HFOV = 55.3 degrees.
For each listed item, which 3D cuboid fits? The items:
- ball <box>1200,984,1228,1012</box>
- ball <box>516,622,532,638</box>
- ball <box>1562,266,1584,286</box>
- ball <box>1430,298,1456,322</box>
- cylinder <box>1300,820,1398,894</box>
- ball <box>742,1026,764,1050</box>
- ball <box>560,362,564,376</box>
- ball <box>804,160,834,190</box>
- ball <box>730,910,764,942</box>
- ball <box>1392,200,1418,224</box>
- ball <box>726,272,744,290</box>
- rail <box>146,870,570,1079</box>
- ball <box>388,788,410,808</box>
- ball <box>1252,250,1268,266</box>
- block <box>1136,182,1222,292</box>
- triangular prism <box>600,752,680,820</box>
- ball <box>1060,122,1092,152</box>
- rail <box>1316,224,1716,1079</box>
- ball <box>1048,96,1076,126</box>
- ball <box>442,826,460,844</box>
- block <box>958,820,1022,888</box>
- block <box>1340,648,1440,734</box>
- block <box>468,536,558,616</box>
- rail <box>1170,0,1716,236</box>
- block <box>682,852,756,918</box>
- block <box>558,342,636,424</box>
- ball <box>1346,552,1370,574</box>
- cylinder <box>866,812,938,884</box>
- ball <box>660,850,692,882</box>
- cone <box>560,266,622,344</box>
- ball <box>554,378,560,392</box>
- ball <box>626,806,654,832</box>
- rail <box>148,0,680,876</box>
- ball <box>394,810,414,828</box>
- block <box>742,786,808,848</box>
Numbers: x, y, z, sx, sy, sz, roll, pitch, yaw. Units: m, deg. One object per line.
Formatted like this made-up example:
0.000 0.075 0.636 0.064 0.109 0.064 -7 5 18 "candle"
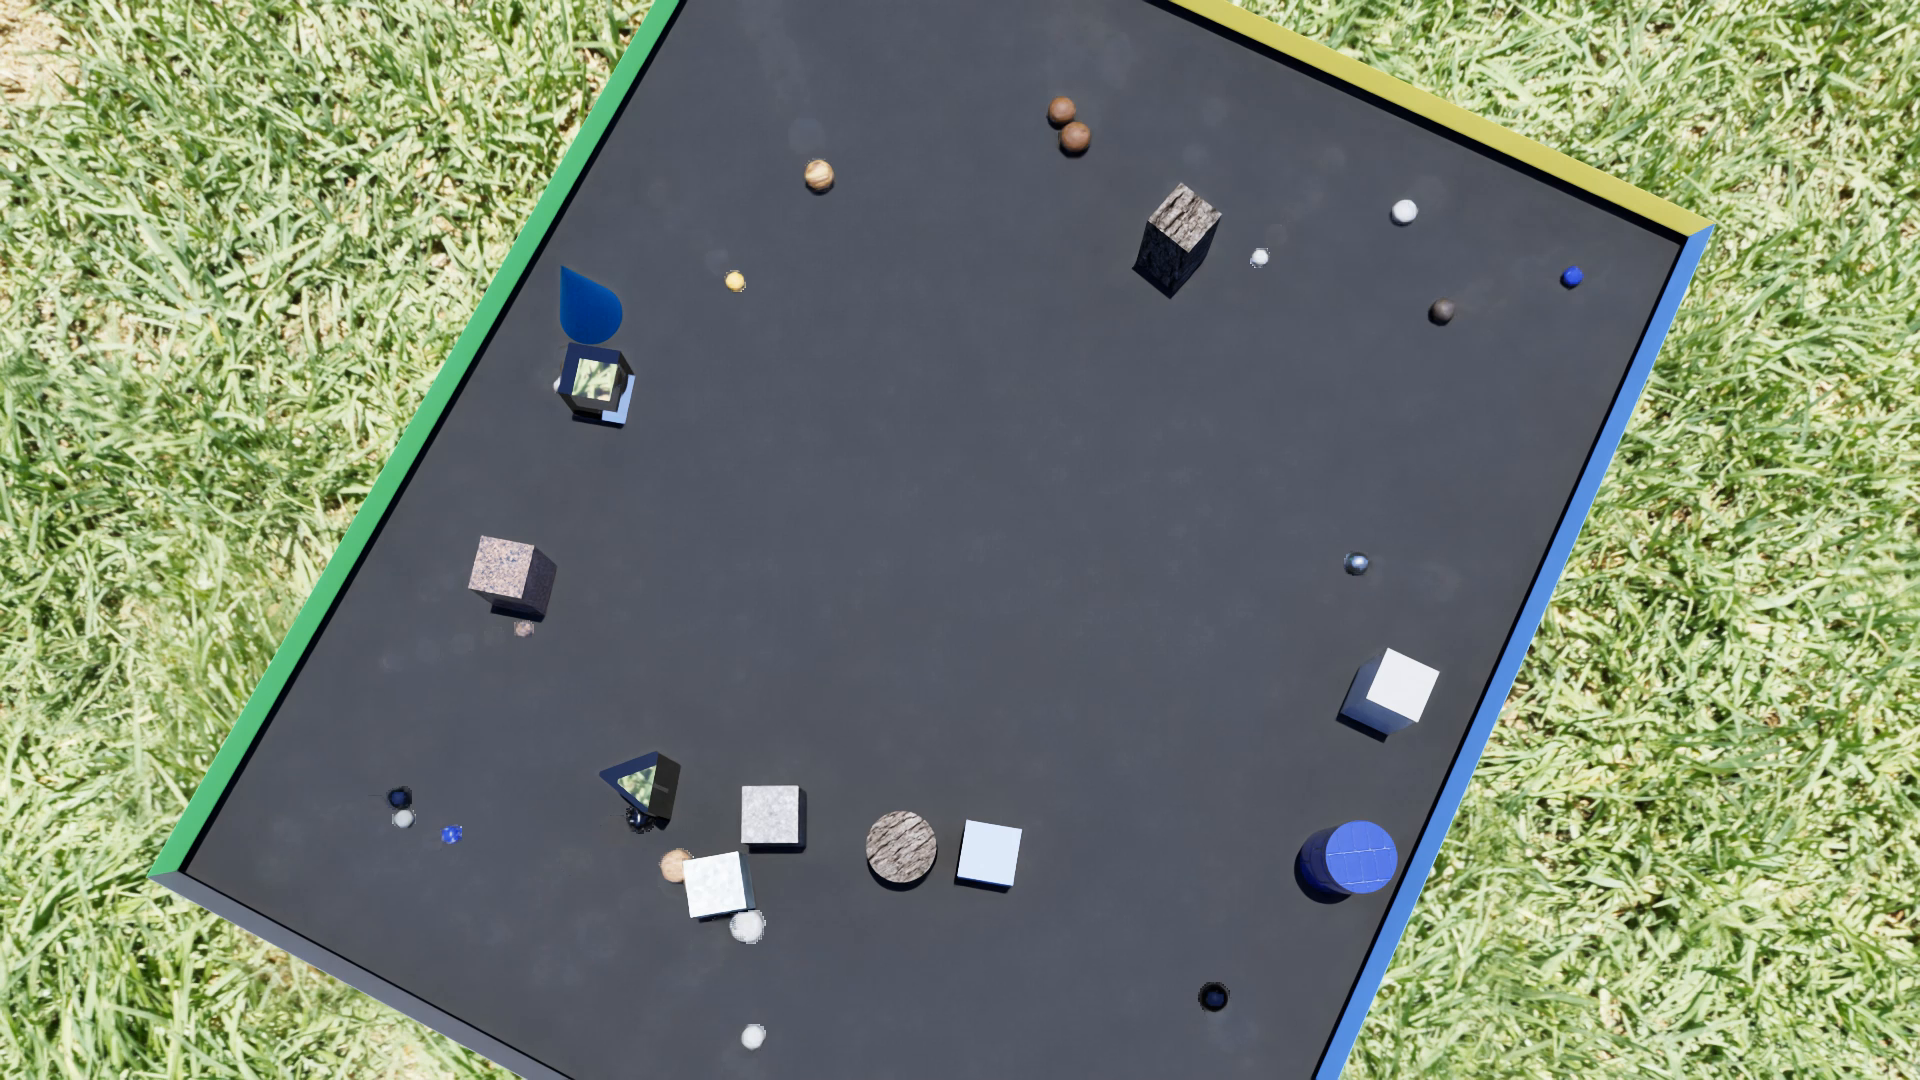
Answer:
0.736 1.324 5.302 0.079 0.079 0.079 0 78 0 "ball"
-1.319 0.270 5.536 0.048 0.048 0.048 0 78 0 "ball"
1.926 -0.829 5.757 0.061 0.061 0.061 0 78 0 "ball"
1.509 -0.718 5.727 0.075 0.075 0.075 0 78 0 "ball"
1.102 0.910 5.225 0.197 0.398 0.197 0 78 0 "cylinder"
-0.598 1.435 5.286 0.066 0.066 0.066 0 78 0 "ball"
-1.209 -0.529 5.691 0.069 0.069 0.069 0 78 0 "ball"
-0.446 -1.157 5.809 0.093 0.093 0.093 0 78 0 "ball"
-0.621 1.124 5.333 0.095 0.095 0.095 0 78 0 "ball"
1.407 -1.040 5.793 0.075 0.075 0.075 0 78 0 "ball"
-0.707 -0.812 5.755 0.057 0.057 0.057 0 78 0 "ball"
-0.859 1.689 5.201 3.307 0.128 0.045 26 80 5 "rail"
-1.661 0.764 5.426 0.063 0.063 0.063 0 78 0 "ball"
0.945 -0.889 5.774 0.052 0.052 0.052 0 78 0 "ball"
0.669 -0.925 5.627 0.157 0.354 0.157 40 81 8 "block"
-0.883 0.684 5.262 0.170 0.417 0.148 39 81 7 "triangular prism"
0.368 -1.282 5.832 0.098 0.098 0.098 0 78 0 "ball"
1.458 0.720 5.401 0.045 0.128 3.888 26 80 5 "rail"
0.326 -1.371 5.854 0.090 0.090 0.090 0 78 0 "ball"
-1.502 0.870 5.409 0.054 0.054 0.054 0 78 0 "ball"
0.083 0.907 5.286 0.157 0.280 0.157 9 78 2 "block"
1.247 0.445 5.337 0.157 0.366 0.157 25 79 5 "block"
-1.322 0.109 5.435 0.157 0.311 0.157 11 79 2 "block"
0.859 -1.675 5.897 3.307 0.128 0.045 26 80 5 "rail"
-0.692 0.995 5.283 0.157 0.250 0.157 -10 78 -2 "block"
-1.105 -0.476 5.584 0.157 0.256 0.157 10 78 2 "block"
1.208 0.069 5.567 0.069 0.069 0.069 0 78 0 "ball"
-0.164 0.888 5.269 0.197 0.320 0.197 0 78 0 "cylinder"
-0.829 0.956 5.366 0.094 0.094 0.094 0 78 0 "ball"
-1.160 -0.754 5.545 0.197 0.446 0.197 0 78 0 "cone"
-1.240 -0.479 5.692 0.046 0.046 0.046 0 78 0 "ball"
-0.942 0.818 5.402 0.079 0.079 0.079 0 78 0 "ball"
-1.458 -0.707 5.697 0.045 0.128 3.888 26 80 5 "rail"
-1.644 0.824 5.419 0.053 0.053 0.053 0 78 0 "ball"
-0.534 0.801 5.296 0.157 0.303 0.157 0 78 0 "block"
